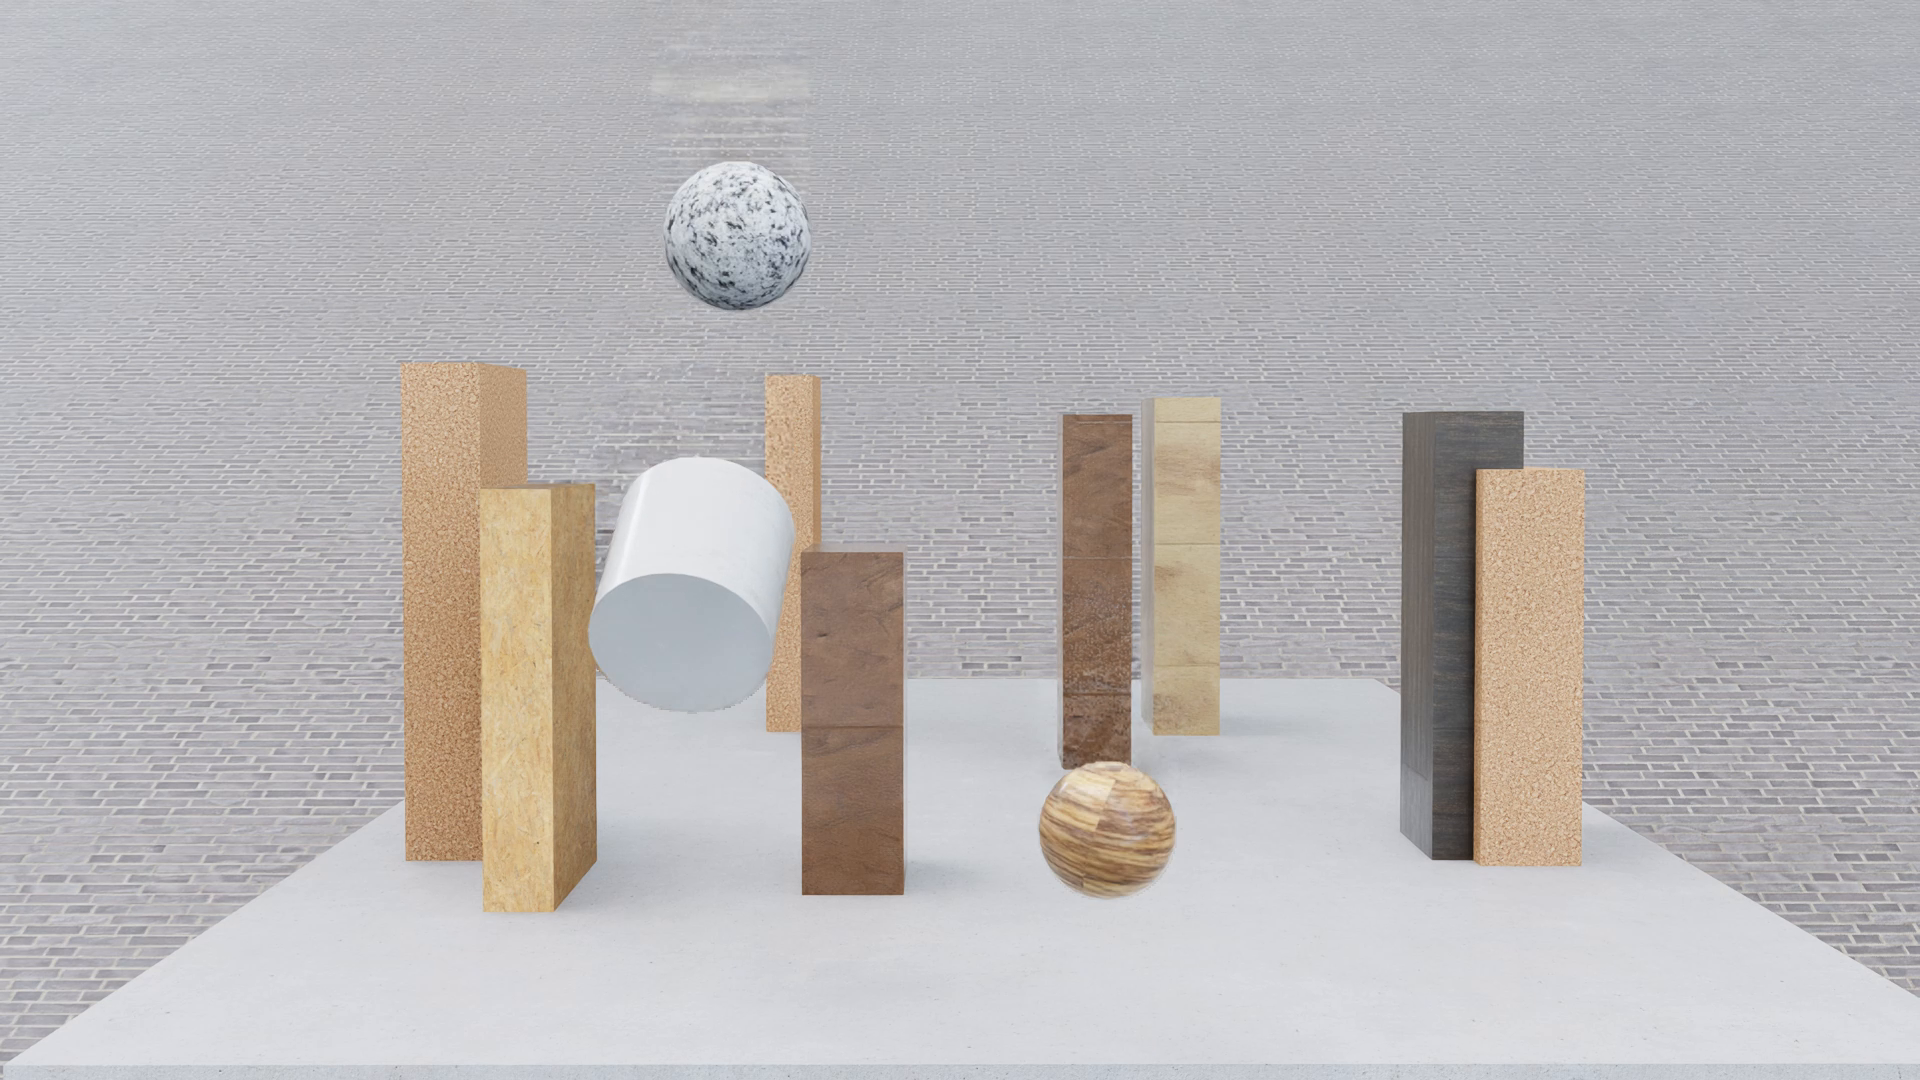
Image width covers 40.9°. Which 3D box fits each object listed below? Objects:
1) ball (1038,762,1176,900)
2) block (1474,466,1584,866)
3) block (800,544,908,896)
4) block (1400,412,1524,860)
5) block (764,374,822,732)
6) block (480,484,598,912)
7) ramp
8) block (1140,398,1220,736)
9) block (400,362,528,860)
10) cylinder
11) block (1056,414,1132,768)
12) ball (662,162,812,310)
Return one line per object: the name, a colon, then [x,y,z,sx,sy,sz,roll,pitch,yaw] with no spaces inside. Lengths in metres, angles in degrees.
ball: [0.153,0.302,2.681,0.143,0.143,0.143,0,23,0]
block: [0.820,0.176,3.901,0.145,0.570,0.426,0,2,0]
block: [-0.145,0.242,3.600,0.137,0.463,0.279,0,2,0]
block: [0.752,0.135,3.874,0.129,0.654,0.272,0,2,0]
block: [-0.355,0.022,5.522,0.099,0.744,0.326,0,2,0]
block: [-0.575,0.201,3.541,0.092,0.550,0.406,0,2,0]
ramp: [0.054,0.485,4.539,2.000,0.100,4.000,0,2,0]
block: [0.467,0.047,5.485,0.135,0.696,0.386,0,2,0]
block: [-0.752,0.097,3.943,0.114,0.725,0.411,0,2,0]
cylinder: [-0.301,0.049,2.910,0.204,0.204,0.204,2,40,4]
block: [0.254,0.091,4.909,0.129,0.657,0.281,0,2,0]
ball: [-0.190,-0.260,2.201,0.127,0.127,0.127,0,23,0]
